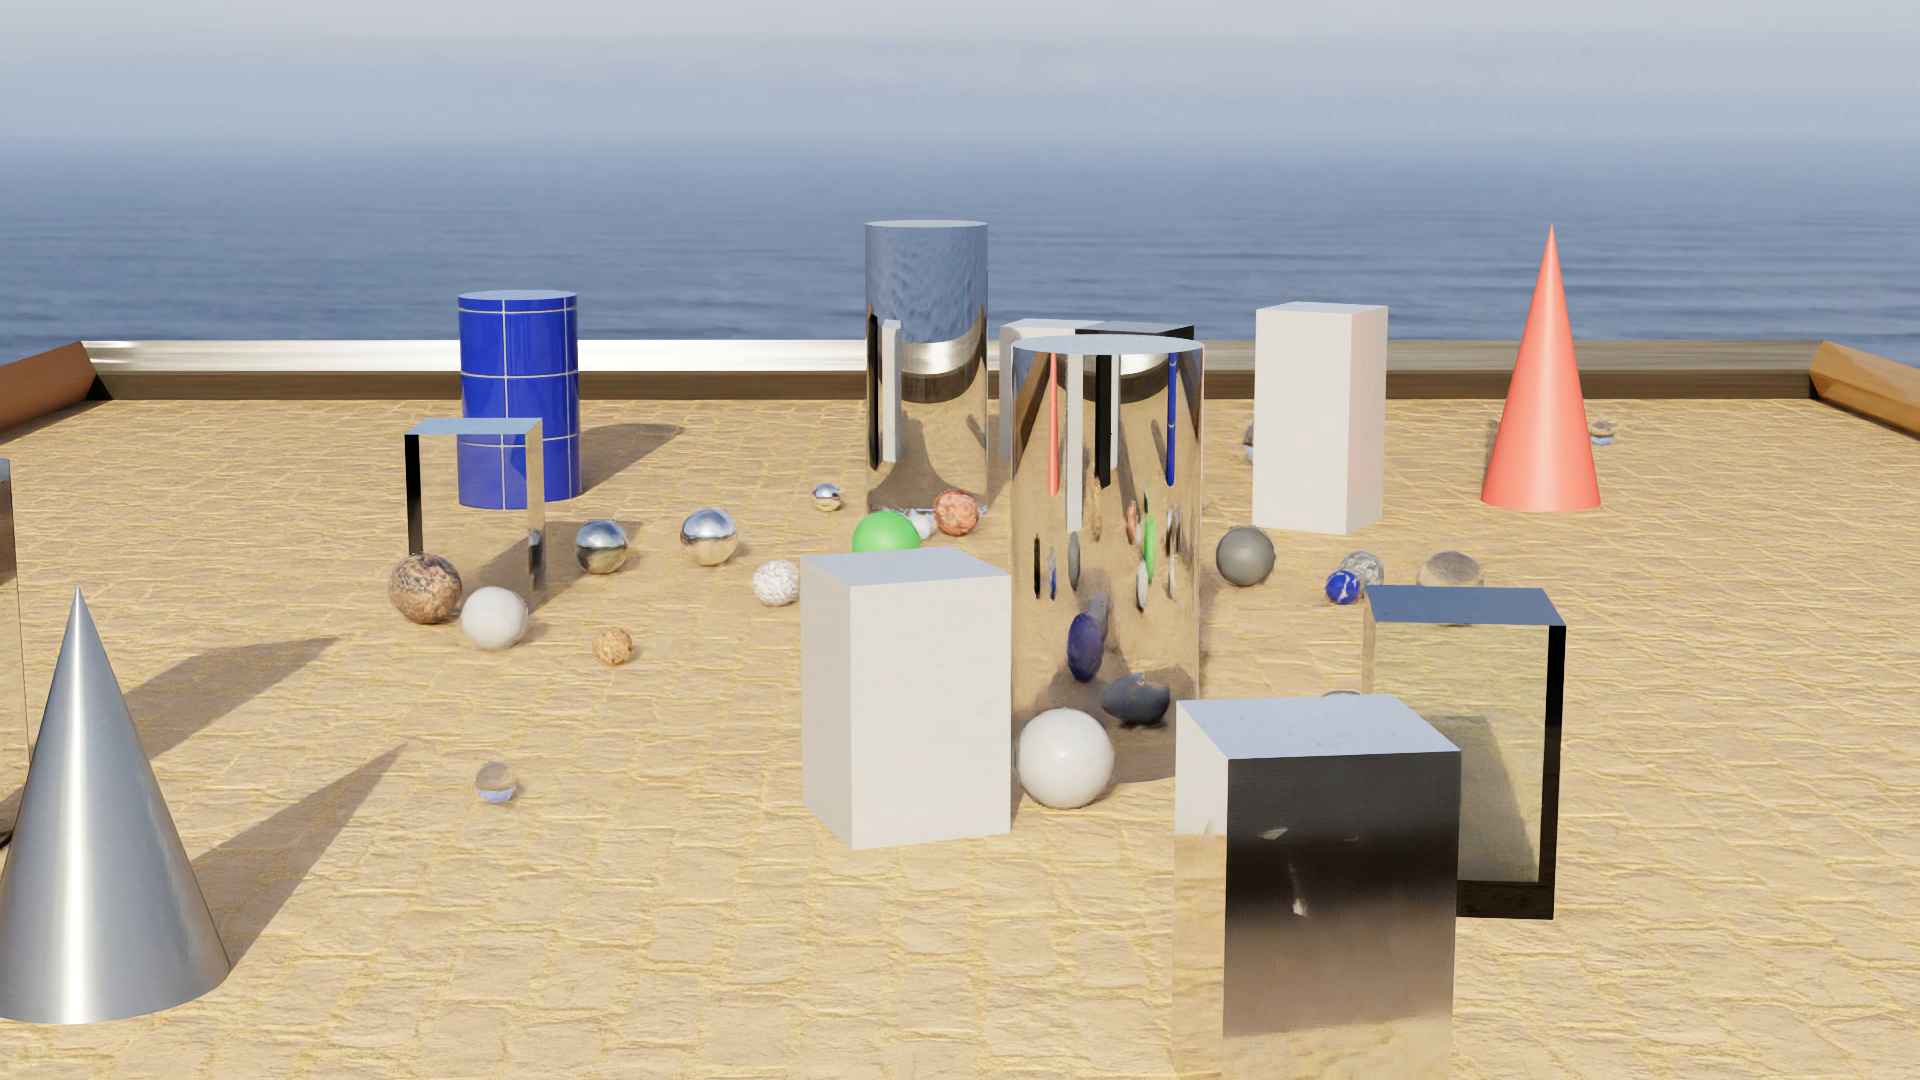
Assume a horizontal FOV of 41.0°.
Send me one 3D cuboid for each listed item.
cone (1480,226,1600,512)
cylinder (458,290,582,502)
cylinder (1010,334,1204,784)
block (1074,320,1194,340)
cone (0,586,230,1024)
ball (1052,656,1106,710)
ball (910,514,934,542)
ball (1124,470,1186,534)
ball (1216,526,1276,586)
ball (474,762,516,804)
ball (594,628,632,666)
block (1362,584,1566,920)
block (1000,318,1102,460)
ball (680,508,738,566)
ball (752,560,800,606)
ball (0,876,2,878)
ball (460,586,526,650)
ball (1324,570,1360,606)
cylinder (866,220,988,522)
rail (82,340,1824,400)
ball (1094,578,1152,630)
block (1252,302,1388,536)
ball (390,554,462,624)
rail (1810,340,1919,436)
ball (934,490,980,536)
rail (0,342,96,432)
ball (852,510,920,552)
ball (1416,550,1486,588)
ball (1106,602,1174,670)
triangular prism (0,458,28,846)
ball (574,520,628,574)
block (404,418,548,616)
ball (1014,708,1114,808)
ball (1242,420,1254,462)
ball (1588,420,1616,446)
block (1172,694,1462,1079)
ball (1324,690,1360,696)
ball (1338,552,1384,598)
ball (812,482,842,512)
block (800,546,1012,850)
[{"bbox_3d":[0.983,-0.297,4.304,0.199,0.470,0.199,0,10,0],"label":"cone"},{"bbox_3d":[-0.750,-0.247,4.382,0.199,0.343,0.199,0,10,0],"label":"cylinder"},{"bbox_3d":[0.153,0.015,2.694,0.199,0.442,0.199,0,10,0],"label":"cylinder"},{"bbox_3d":[0.312,-0.249,4.601,0.160,0.268,0.160,6,12,29],"label":"block"},{"bbox_3d":[-0.693,0.194,2.044,0.199,0.326,0.199,0,10,0],"label":"cone"},{"bbox_3d":[0.136,0.164,2.938,0.061,0.061,0.061,0,10,0],"label":"ball"},{"bbox_3d":[-0.063,-0.018,3.975,0.042,0.042,0.042,0,10,0],"label":"ball"},{"bbox_3d":[0.307,-0.059,4.040,0.099,0.099,0.099,0,10,0],"label":"ball"},{"bbox_3d":[0.404,0.024,3.631,0.085,0.085,0.085,0,10,0],"label":"ball"},{"bbox_3d":[-0.464,0.243,2.564,0.041,0.041,0.041,0,10,0],"label":"ball"},{"bbox_3d":[-0.426,0.131,3.155,0.046,0.046,0.046,0,10,0],"label":"ball"},{"bbox_3d":[0.441,0.185,2.278,0.160,0.260,0.160,1,11,5],"label":"block"},{"bbox_3d":[0.174,-0.283,4.836,0.160,0.249,0.160,4,11,19],"label":"block"},{"bbox_3d":[-0.370,-0.005,3.784,0.085,0.085,0.085,0,10,0],"label":"ball"},{"bbox_3d":[-0.251,0.059,3.496,0.064,0.064,0.064,0,10,0],"label":"ball"},{"bbox_3d":[-0.808,0.310,2.158,0.056,0.056,0.056,0,10,0],"label":"ball"},{"bbox_3d":[-0.588,0.099,3.234,0.082,0.082,0.082,0,10,0],"label":"ball"},{"bbox_3d":[0.523,0.065,3.505,0.049,0.049,0.049,0,10,0],"label":"ball"},{"bbox_3d":[-0.054,-0.279,4.198,0.199,0.474,0.199,0,10,0],"label":"cylinder"},{"bbox_3d":[-0.013,-0.371,5.638,3.842,0.130,0.045,0,10,0],"label":"rail"},{"bbox_3d":[0.211,0.087,3.312,0.076,0.076,0.076,0,10,0],"label":"ball"},{"bbox_3d":[0.576,-0.198,4.108,0.160,0.348,0.160,6,12,29],"label":"block"},{"bbox_3d":[-0.705,0.064,3.388,0.093,0.093,0.093,0,10,0],"label":"ball"},{"bbox_3d":[1.897,0.031,3.459,0.045,0.130,4.500,0,10,0],"label":"rail"},{"bbox_3d":[-0.006,-0.042,4.021,0.071,0.071,0.071,0,10,0],"label":"ball"},{"bbox_3d":[-1.897,0.035,3.438,0.045,0.130,4.500,0,10,0],"label":"rail"},{"bbox_3d":[-0.106,0.008,3.676,0.100,0.100,0.100,0,10,0],"label":"ball"},{"bbox_3d":[0.655,0.059,3.423,0.090,0.090,0.090,0,10,0],"label":"ball"},{"bbox_3d":[0.219,0.117,3.128,0.084,0.084,0.084,0,10,0],"label":"ball"},{"bbox_3d":[-0.944,0.111,2.403,0.173,0.360,0.150,7,12,32],"label":"triangular prism"},{"bbox_3d":[-0.520,0.010,3.721,0.079,0.079,0.079,0,10,0],"label":"ball"},{"bbox_3d":[-0.658,-0.034,3.499,0.160,0.246,0.160,0,10,-1],"label":"block"},{"bbox_3d":[0.103,0.216,2.547,0.100,0.100,0.100,0,10,0],"label":"ball"},{"bbox_3d":[0.567,-0.181,4.715,0.093,0.093,0.093,0,10,0],"label":"ball"},{"bbox_3d":[1.245,-0.207,4.974,0.050,0.050,0.050,0,10,0],"label":"ball"},{"bbox_3d":[0.245,0.264,1.804,0.160,0.276,0.160,-1,11,-7],"label":"block"},{"bbox_3d":[0.402,0.199,2.687,0.084,0.084,0.084,0,10,0],"label":"ball"},{"bbox_3d":[0.556,0.048,3.554,0.065,0.065,0.065,0,10,0],"label":"ball"},{"bbox_3d":[-0.221,-0.072,4.244,0.049,0.049,0.049,0,10,0],"label":"ball"},{"bbox_3d":[-0.054,0.149,2.490,0.160,0.253,0.160,-4,11,-20],"label":"block"}]
